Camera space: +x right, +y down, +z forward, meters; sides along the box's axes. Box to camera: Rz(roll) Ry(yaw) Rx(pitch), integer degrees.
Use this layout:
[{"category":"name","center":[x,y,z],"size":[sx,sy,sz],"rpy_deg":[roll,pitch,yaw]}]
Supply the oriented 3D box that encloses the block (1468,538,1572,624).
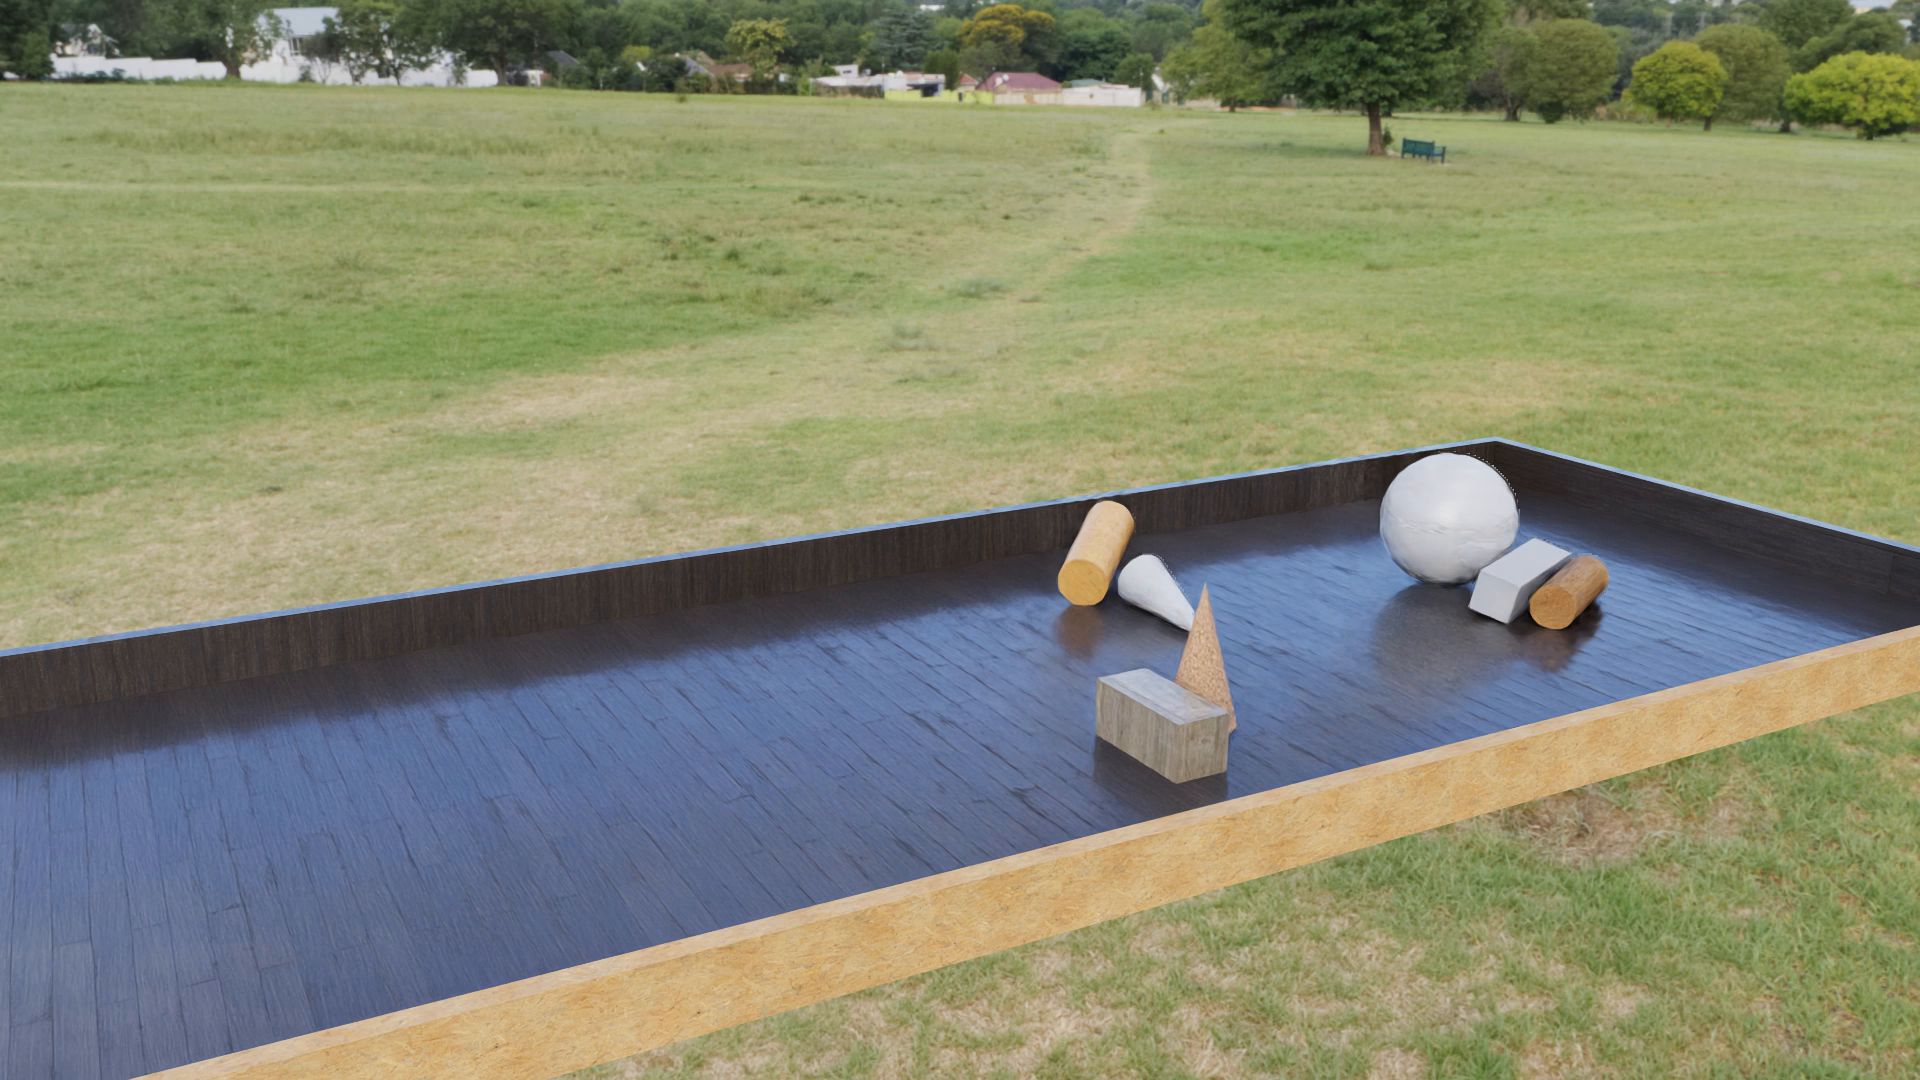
[{"category":"block","center":[1.606,0.114,4.720],"size":[0.117,0.117,0.409],"rpy_deg":[27,28,31]}]

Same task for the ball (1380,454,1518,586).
[{"category":"ball","center":[1.437,-0.058,4.858],"size":[0.393,0.393,0.393],"rpy_deg":[0,16,0]}]

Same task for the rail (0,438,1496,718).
[{"category":"rail","center":[-3.305,0.497,3.399],"size":[12.000,0.150,0.050],"rpy_deg":[-9,18,-27]}]

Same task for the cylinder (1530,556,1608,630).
[{"category":"cylinder","center":[1.715,0.145,4.642],"size":[0.125,0.125,0.344],"rpy_deg":[11,20,33]}]

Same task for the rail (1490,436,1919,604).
[{"category":"rail","center":[2.466,-0.048,5.253],"size":[0.050,0.150,2.100],"rpy_deg":[-9,18,-27]}]

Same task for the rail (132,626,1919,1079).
[{"category":"rail","center":[-2.336,1.006,1.665],"size":[12.000,0.150,0.050],"rpy_deg":[-9,18,-27]}]

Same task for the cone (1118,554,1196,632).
[{"category":"cone","center":[0.600,0.196,4.551],"size":[0.155,0.155,0.389],"rpy_deg":[-8,29,-25]}]

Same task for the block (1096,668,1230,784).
[{"category":"block","center":[0.450,0.413,3.706],"size":[0.137,0.137,0.315],"rpy_deg":[-9,19,-28]}]

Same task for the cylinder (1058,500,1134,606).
[{"category":"cylinder","center":[0.403,0.035,4.854],"size":[0.147,0.147,0.400],"rpy_deg":[5,27,16]}]

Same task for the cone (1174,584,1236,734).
[{"category":"cone","center":[0.564,0.264,3.840],"size":[0.175,0.348,0.175],"rpy_deg":[0,16,0]}]
